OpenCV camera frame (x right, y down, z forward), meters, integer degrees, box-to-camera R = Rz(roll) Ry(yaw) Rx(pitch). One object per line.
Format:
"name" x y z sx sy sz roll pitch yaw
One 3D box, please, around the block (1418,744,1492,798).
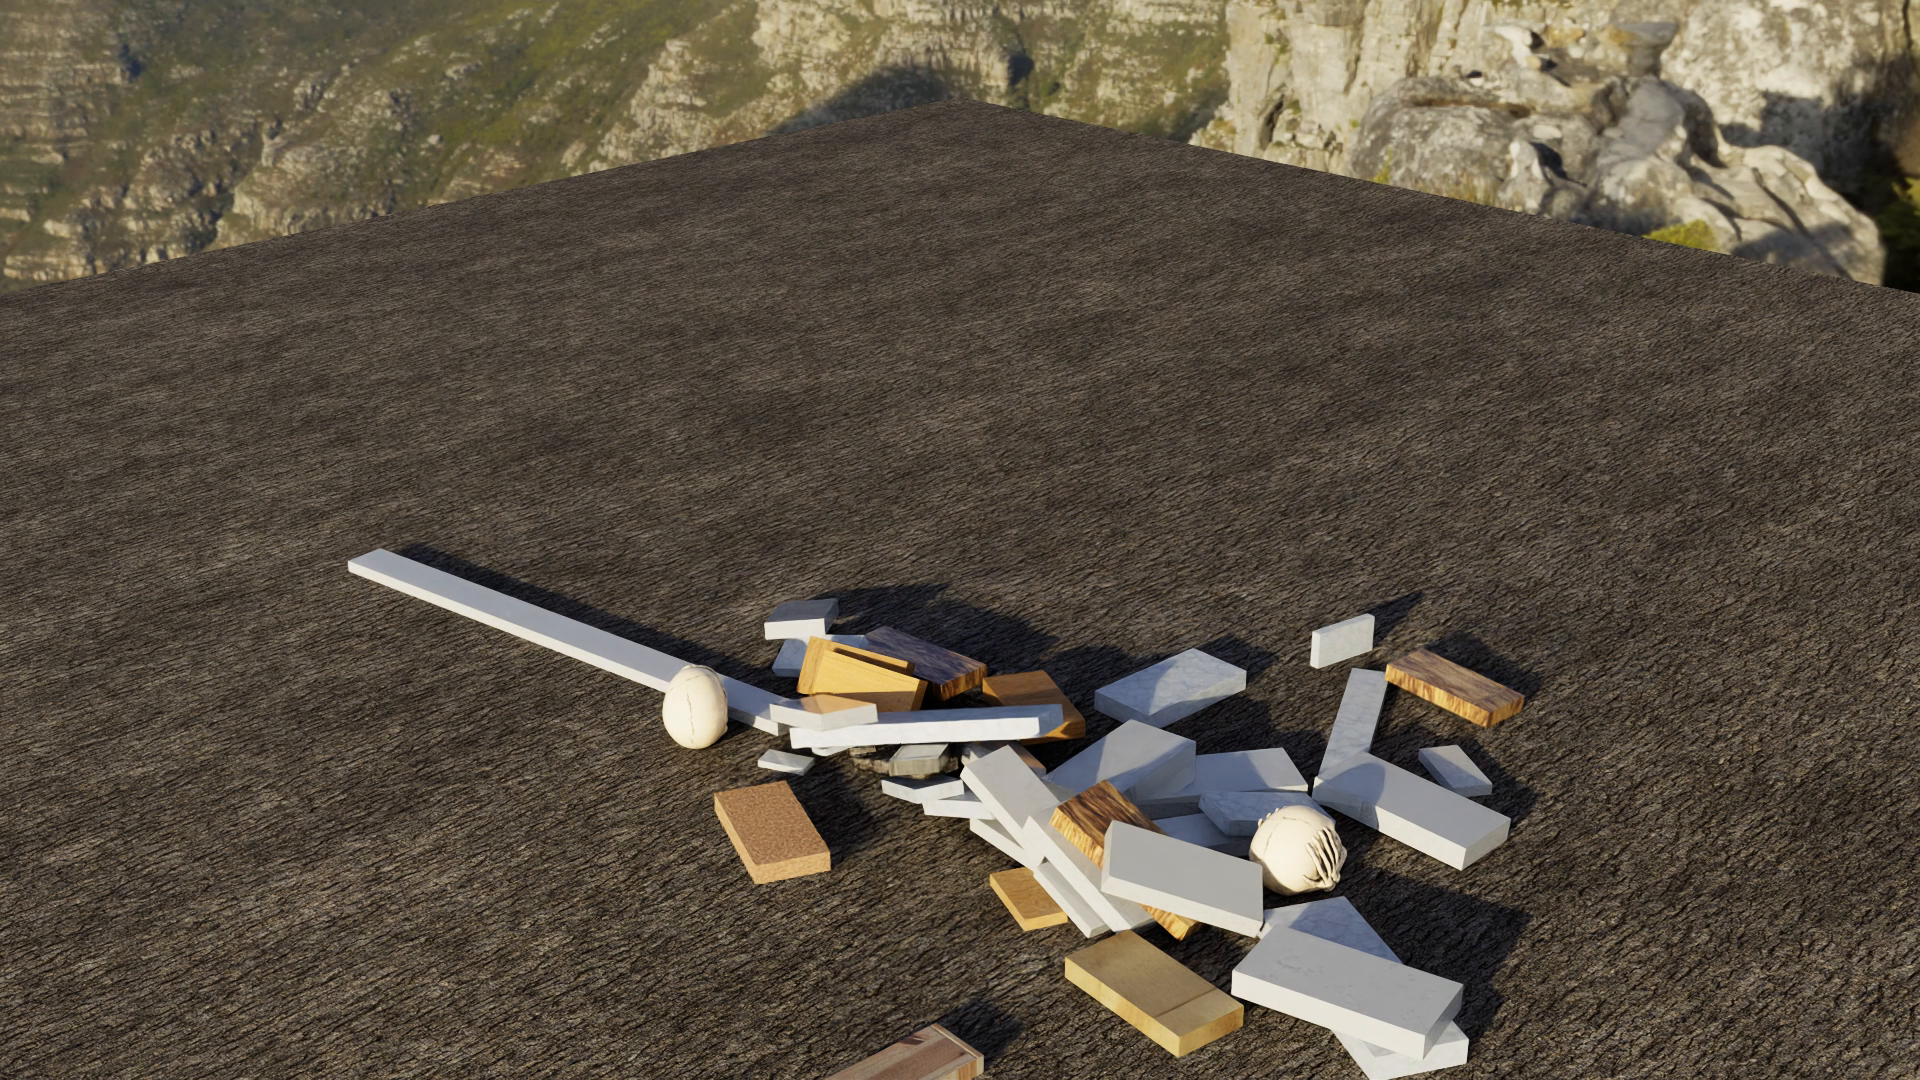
"block" 1.033 0.483 4.591 0.086 0.024 0.173 -5 23 -11

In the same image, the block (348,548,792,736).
"block" -0.940 0.223 5.199 1.452 0.029 0.103 17 28 34

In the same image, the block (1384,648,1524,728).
"block" 1.102 0.329 4.904 0.137 0.039 0.274 -17 32 -41

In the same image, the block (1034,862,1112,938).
"block" 0.223 0.663 4.099 0.086 0.024 0.172 -15 45 -35

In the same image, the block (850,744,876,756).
"block" -0.204 0.441 4.632 0.053 0.015 0.106 -9 -4 -2

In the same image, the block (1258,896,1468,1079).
"block" 0.698 0.779 3.860 0.174 0.049 0.463 -7 24 -16

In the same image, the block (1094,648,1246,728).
"block" 0.471 0.335 4.913 0.323 0.046 0.162 -20 30 -38

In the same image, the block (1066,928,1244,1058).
"block" 0.337 0.789 3.847 0.149 0.042 0.299 -17 28 -34

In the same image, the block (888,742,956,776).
"block" -0.076 0.439 4.470 0.101 0.029 0.203 -5 7 10

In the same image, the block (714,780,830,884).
"block" -0.373 0.576 4.350 0.149 0.042 0.299 -9 24 -19

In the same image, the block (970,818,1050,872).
"block" 0.140 0.580 4.289 0.119 0.034 0.238 -17 28 -34

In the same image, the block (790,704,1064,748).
"block" -0.072 0.389 4.593 0.557 0.042 0.149 -4 5 22

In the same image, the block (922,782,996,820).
"block" 0.040 0.517 4.371 0.119 0.034 0.238 -17 5 -34

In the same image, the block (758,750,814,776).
"block" -0.366 0.469 4.637 0.106 0.015 0.053 9 25 20

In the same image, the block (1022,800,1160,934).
"block" 0.268 0.610 4.118 0.148 0.042 0.296 -16 50 -40

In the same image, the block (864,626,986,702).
"block" -0.106 0.277 4.965 0.328 0.040 0.141 19 29 41

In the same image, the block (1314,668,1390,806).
"block" 0.847 0.420 4.740 0.086 0.024 0.602 7 24 16

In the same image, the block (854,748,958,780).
"block" -0.113 0.462 4.549 0.203 0.029 0.101 1 8 43

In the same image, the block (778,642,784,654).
"block" -0.309 0.255 5.122 0.205 0.029 0.103 6 24 14

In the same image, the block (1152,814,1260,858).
"block" 0.415 0.593 4.319 0.319 0.034 0.121 -6 24 -14

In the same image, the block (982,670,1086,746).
"block" 0.157 0.359 4.737 0.141 0.040 0.283 -6 20 -15

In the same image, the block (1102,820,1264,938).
"block" 0.409 0.620 4.033 0.296 0.042 0.148 18 36 -6

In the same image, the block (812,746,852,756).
"block" -0.257 0.436 4.693 0.106 0.015 0.053 -16 11 -34

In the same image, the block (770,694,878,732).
"block" -0.292 0.367 4.674 0.129 0.037 0.258 -9 5 -28

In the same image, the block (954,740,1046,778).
"block" 0.074 0.449 4.536 0.137 0.039 0.274 8 7 -15

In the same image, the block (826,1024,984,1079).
"block" -0.092 0.885 3.630 0.243 0.034 0.121 -19 29 -37

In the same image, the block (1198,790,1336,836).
"block" 0.610 0.544 4.368 0.243 0.034 0.121 4 20 -24

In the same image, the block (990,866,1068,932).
"block" 0.128 0.674 4.142 0.086 0.024 0.172 -9 24 -19

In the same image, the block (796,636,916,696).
"block" -0.232 0.305 4.874 0.258 0.129 0.037 13 -3 29

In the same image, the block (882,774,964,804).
"block" -0.077 0.500 4.455 0.101 0.029 0.203 -9 3 -21

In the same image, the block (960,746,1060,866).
"block" 0.122 0.509 4.233 0.119 0.034 0.238 -21 58 -41

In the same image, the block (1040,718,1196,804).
"block" 0.325 0.468 4.483 0.162 0.046 0.323 17 28 34

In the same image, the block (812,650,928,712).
"block" -0.202 0.336 4.802 0.258 0.129 0.037 15 -2 32

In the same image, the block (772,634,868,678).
"block" -0.318 0.263 4.997 0.205 0.029 0.103 -1 47 29

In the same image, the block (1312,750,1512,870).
"block" 0.899 0.536 4.391 0.348 0.049 0.174 24 30 36

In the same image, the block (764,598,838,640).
"block" -0.369 0.184 5.160 0.137 0.039 0.301 -4 7 3

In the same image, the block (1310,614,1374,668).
"block" 0.888 0.234 5.099 0.173 0.086 0.024 -15 27 -31

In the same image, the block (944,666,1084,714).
"block" 0.119 0.355 4.872 0.283 0.040 0.141 16 28 33

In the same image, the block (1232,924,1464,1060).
"block" 0.661 0.769 3.760 0.348 0.049 0.174 14 27 30

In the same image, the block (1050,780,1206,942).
"block" 0.339 0.594 4.102 0.337 0.042 0.148 41 40 24

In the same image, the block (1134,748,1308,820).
"block" 0.504 0.501 4.521 0.384 0.046 0.162 -4 23 -10
